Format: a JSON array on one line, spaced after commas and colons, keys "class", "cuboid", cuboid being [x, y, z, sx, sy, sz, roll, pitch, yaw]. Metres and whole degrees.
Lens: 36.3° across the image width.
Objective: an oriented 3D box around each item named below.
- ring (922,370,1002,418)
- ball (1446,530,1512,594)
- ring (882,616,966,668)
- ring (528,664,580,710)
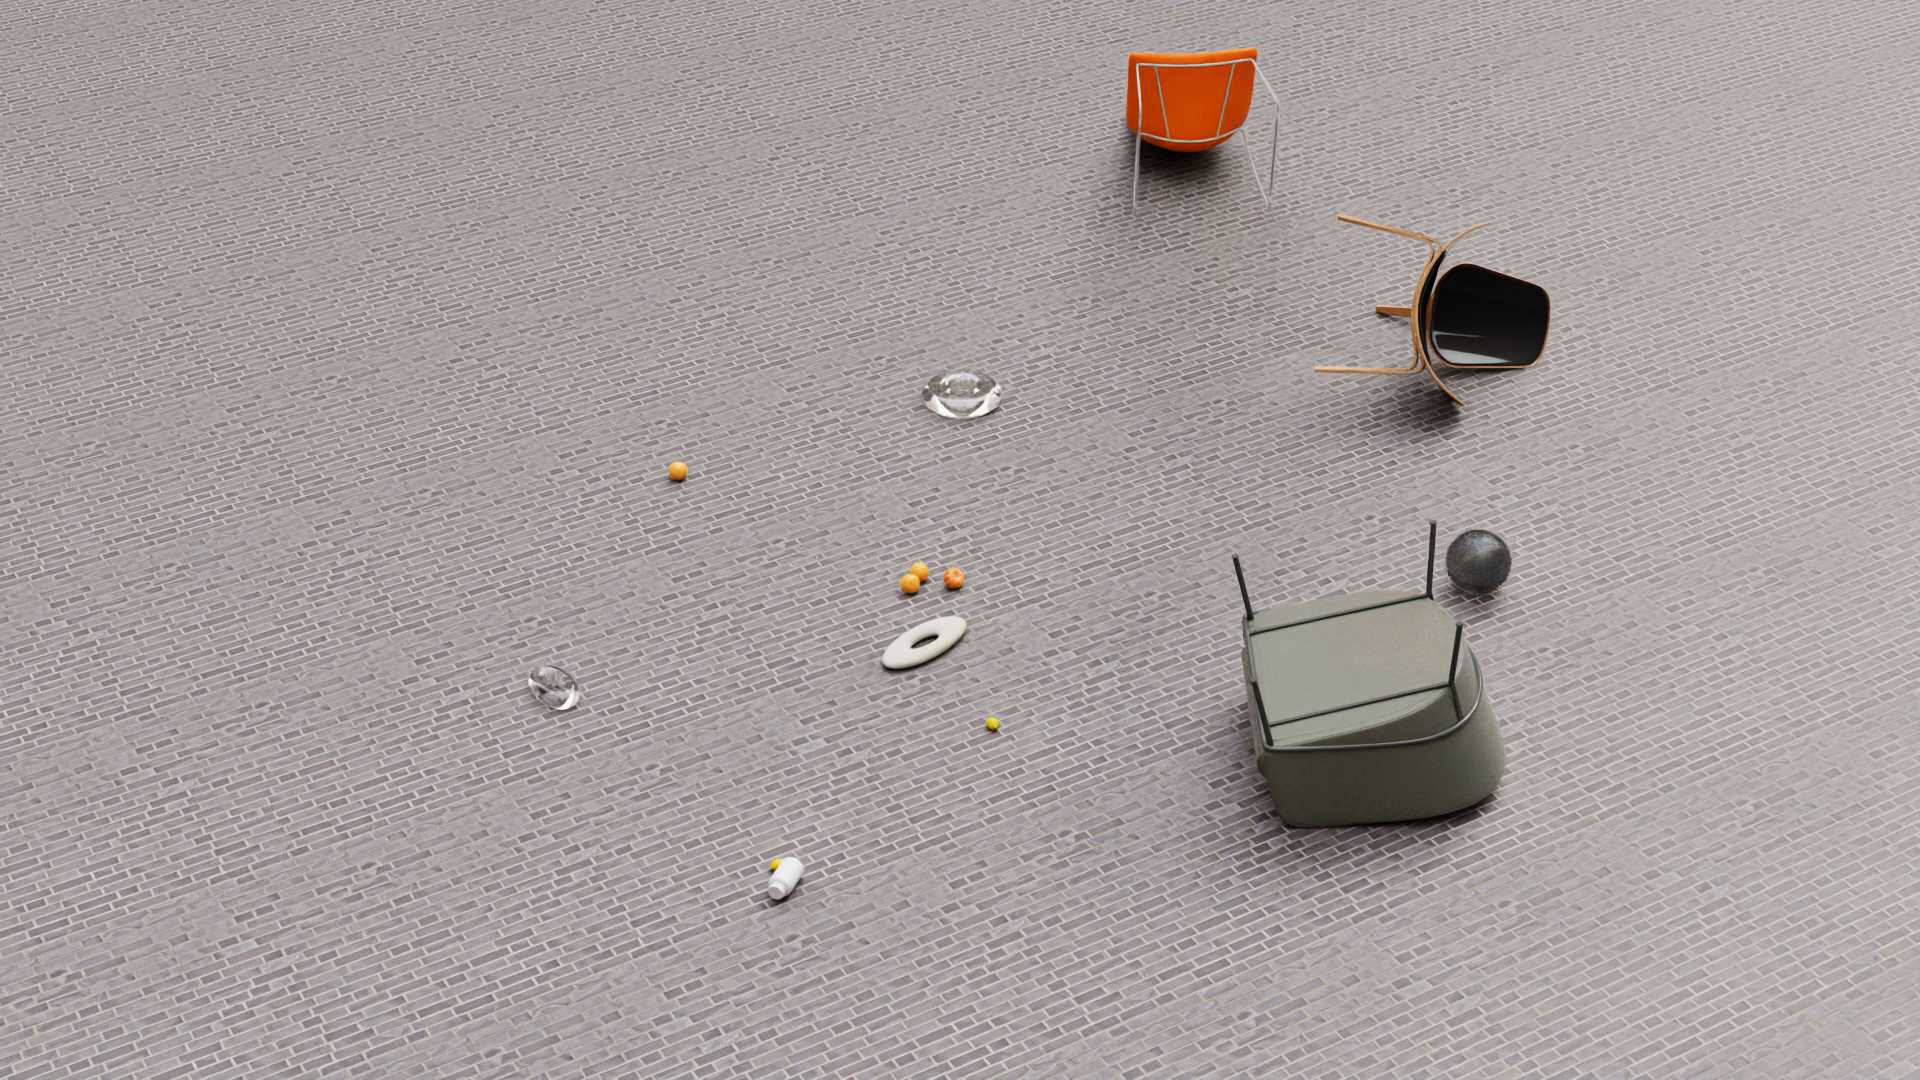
[{"class": "ring", "cuboid": [0.008, -0.586, 11.759, 0.324, 0.084, 0.328, 11, 34, 18]}, {"class": "ball", "cuboid": [1.877, 0.079, 10.610, 0.236, 0.236, 0.236, 0, 33, 0]}, {"class": "ring", "cuboid": [-0.124, 0.361, 10.353, 0.168, 0.048, 0.387, 28, 43, 37]}, {"class": "ring", "cuboid": [-1.400, 0.507, 10.113, 0.146, 0.069, 0.239, -25, 41, -30]}]
